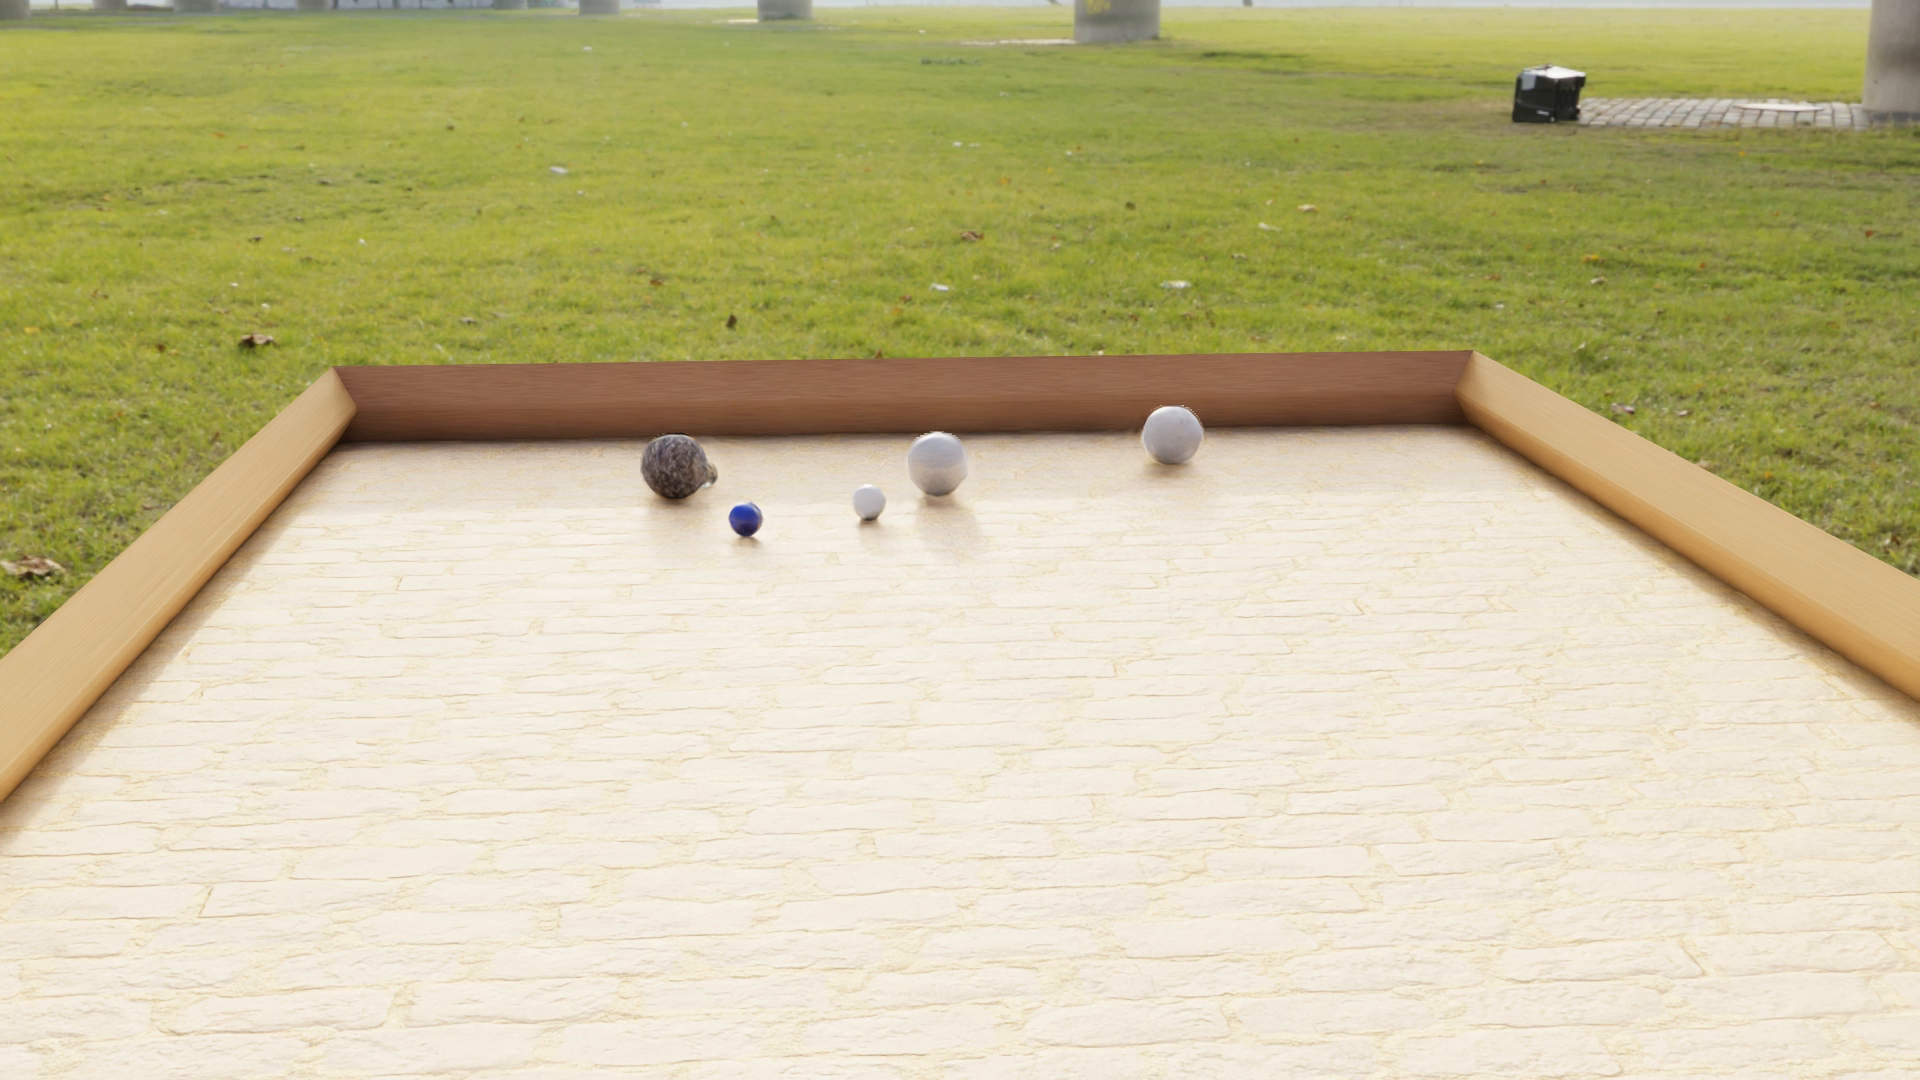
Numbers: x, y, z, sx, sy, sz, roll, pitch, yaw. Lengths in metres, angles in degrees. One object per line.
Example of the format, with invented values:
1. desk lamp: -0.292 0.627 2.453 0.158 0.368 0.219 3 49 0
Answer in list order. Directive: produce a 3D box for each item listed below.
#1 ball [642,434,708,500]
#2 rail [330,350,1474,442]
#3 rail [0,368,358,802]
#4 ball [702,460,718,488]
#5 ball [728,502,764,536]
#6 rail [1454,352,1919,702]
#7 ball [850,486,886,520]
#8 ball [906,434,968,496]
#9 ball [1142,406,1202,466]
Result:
1. ball: -0.420 -0.108 3.244 0.097 0.097 0.097 0 14 0
2. rail: -0.074 -0.239 3.699 1.930 0.126 0.045 -1 14 -5
3. rail: -0.862 0.205 1.943 0.045 0.126 3.521 -1 14 -5
4. ball: -0.386 -0.100 3.320 0.043 0.043 0.043 0 14 0
5. ball: -0.295 -0.029 3.028 0.048 0.048 0.048 0 14 0
6. rail: 1.013 0.165 2.099 0.045 0.126 3.521 -1 14 -5
7. ball: -0.130 -0.053 3.121 0.050 0.050 0.050 0 14 0
8. ball: -0.033 -0.112 3.265 0.093 0.093 0.093 0 14 0
9. ball: 0.335 -0.165 3.472 0.095 0.095 0.095 0 14 0
